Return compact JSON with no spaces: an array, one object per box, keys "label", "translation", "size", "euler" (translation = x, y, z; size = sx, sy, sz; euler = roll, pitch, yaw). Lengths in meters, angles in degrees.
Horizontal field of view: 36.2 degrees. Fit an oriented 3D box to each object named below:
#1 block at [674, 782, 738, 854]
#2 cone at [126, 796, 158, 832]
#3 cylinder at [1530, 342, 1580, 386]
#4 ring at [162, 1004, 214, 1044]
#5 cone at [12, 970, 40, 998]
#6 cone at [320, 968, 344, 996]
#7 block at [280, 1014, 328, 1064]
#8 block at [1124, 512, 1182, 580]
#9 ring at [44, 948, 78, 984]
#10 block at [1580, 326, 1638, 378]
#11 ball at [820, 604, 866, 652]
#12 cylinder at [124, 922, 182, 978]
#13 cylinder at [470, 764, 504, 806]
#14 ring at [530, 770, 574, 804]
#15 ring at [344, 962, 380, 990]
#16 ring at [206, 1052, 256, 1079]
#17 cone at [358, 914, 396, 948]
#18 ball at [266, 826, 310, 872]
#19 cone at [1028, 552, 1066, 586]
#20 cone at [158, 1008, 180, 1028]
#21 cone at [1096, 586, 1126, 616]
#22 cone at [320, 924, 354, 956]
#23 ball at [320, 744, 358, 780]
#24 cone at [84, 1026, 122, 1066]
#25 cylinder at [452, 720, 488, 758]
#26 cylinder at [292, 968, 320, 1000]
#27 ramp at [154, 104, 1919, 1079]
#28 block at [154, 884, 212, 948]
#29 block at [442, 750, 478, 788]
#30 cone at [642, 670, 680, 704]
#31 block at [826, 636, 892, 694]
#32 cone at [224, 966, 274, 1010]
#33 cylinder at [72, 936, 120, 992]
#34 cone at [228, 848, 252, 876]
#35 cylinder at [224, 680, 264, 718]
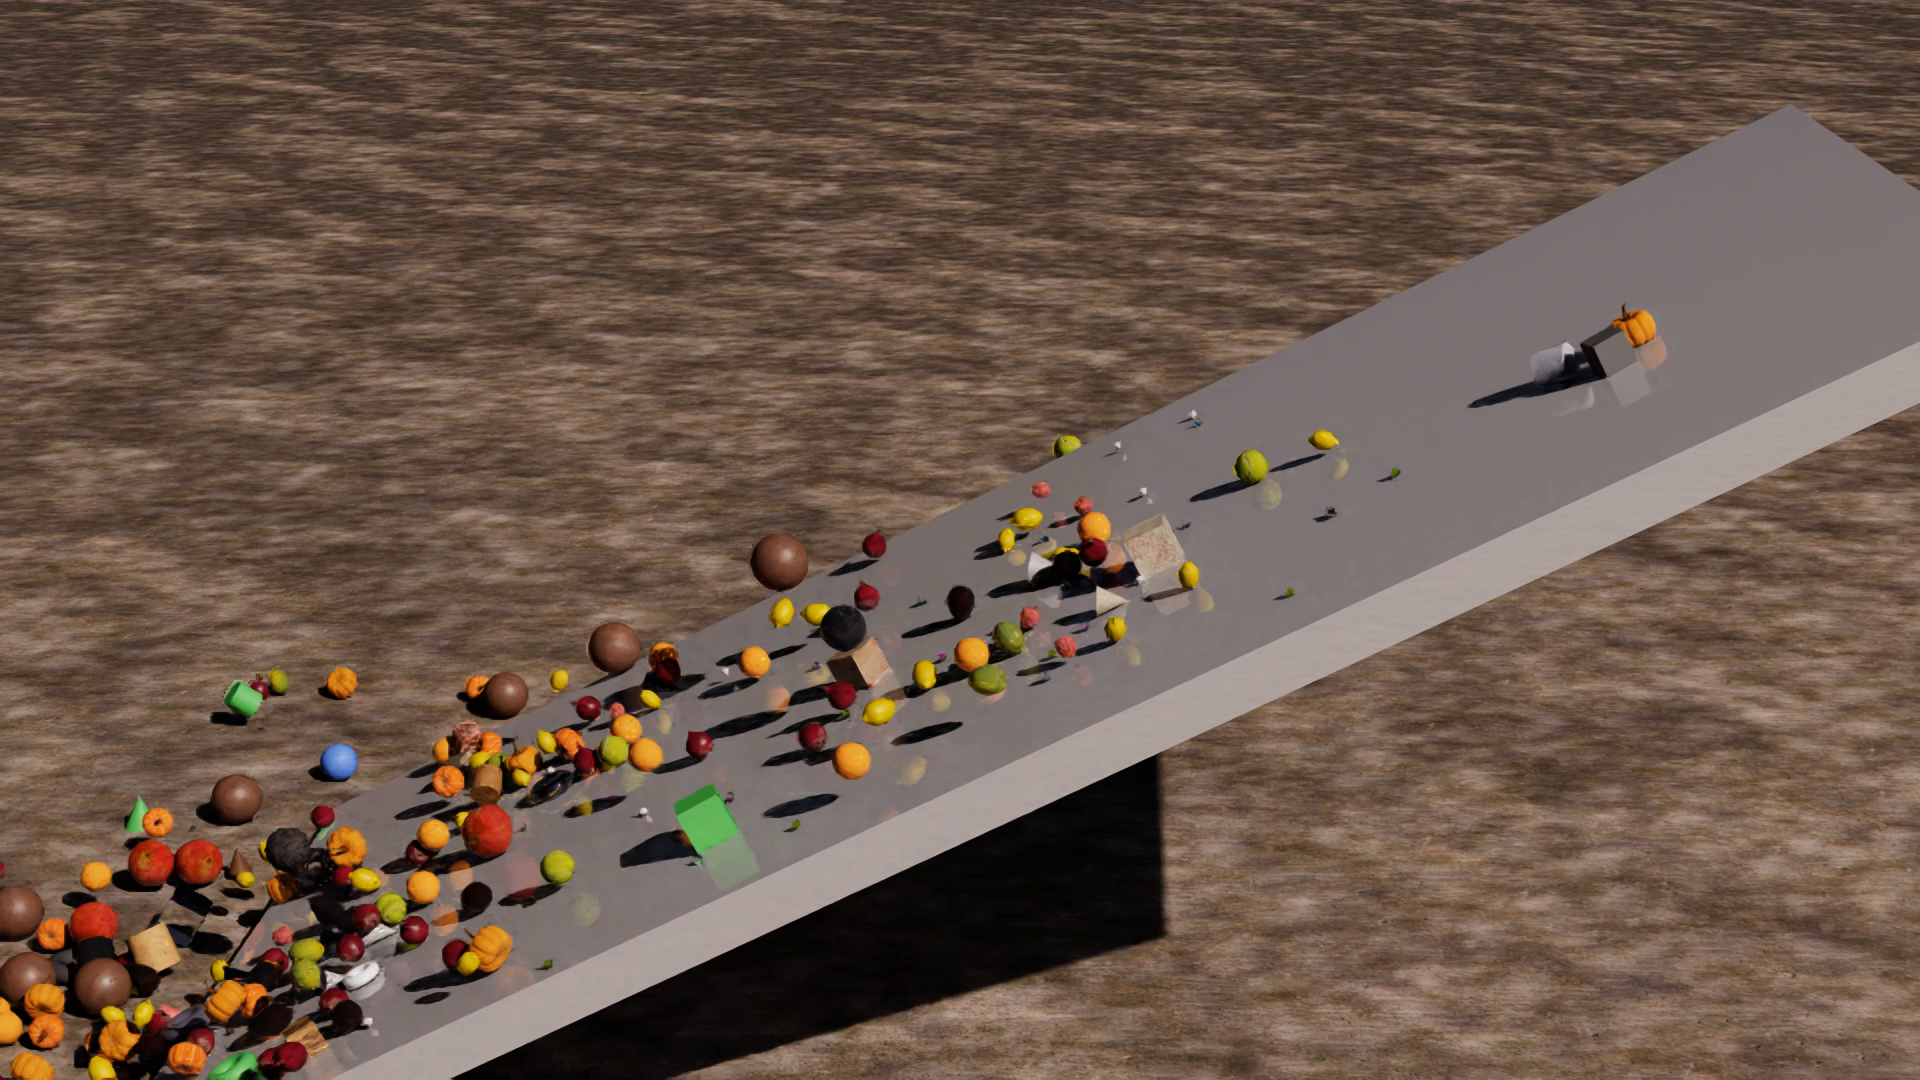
[{"label":"block","translation":[-0.497,0.544,5.751],"size":[0.089,0.089,0.089],"euler":[-29,14,-3]},{"label":"cone","translation":[-2.138,0.707,7.672],"size":[0.085,0.085,0.085],"euler":[0,17,0]},{"label":"cylinder","translation":[1.169,-0.345,5.781],"size":[0.070,0.070,0.070],"euler":[-20,3,35]},{"label":"ring","translation":[-1.657,1.039,6.313],"size":[0.124,0.041,0.124],"euler":[-27,12,6]},{"label":"cone","translation":[-2.139,1.006,6.731],"size":[0.059,0.059,0.059],"euler":[0,17,0]},{"label":"cone","translation":[-1.290,0.912,6.092],"size":[0.056,0.056,0.056],"euler":[-5,17,-26]},{"label":"block","translation":[-1.285,0.978,5.764],"size":[0.062,0.062,0.062],"euler":[-33,14,-18]},{"label":"block","translation":[0.391,0.013,5.957],"size":[0.088,0.088,0.088],"euler":[-25,14,12]},{"label":"ring","translation":[-2.049,0.986,6.816],"size":[0.142,0.047,0.142],"euler":[-2,16,0]},{"label":"block","translation":[1.254,-0.363,5.686],"size":[0.068,0.068,0.068],"euler":[-29,14,-5]},{"label":"ball","translation":[-0.240,0.182,6.064],"size":[0.096,0.096,0.096],"euler":[0,17,0]},{"label":"cylinder","translation":[-1.858,0.944,6.775],"size":[0.098,0.098,0.098],"euler":[-25,0,0]},{"label":"cylinder","translation":[-1.091,0.565,6.790],"size":[0.068,0.068,0.068],"euler":[0,44,-1]},{"label":"ring","translation":[-0.923,0.556,6.647],"size":[0.109,0.036,0.109],"euler":[-28,14,7]},{"label":"ring","translation":[-1.229,0.894,6.037],"size":[0.081,0.027,0.081],"euler":[-25,14,7]},{"label":"ring","translation":[-1.448,1.058,5.846],"size":[0.109,0.036,0.109],"euler":[-27,14,8]},{"label":"cone","translation":[-1.232,0.832,6.249],"size":[0.075,0.075,0.075],"euler":[0,17,5]},{"label":"ball","translation":[-1.501,0.691,6.570],"size":[0.099,0.099,0.099],"euler":[0,17,0]},{"label":"cone","translation":[0.191,0.064,6.275],"size":[0.074,0.074,0.074],"euler":[4,17,14]},{"label":"cone","translation":[-1.719,1.045,6.451],"size":[0.054,0.054,0.054],"euler":[-18,12,18]},{"label":"cone","translation":[0.304,0.122,5.857],"size":[0.064,0.064,0.064],"euler":[-3,17,1]},{"label":"cone","translation":[-1.331,0.866,6.321],"size":[0.073,0.073,0.073],"euler":[13,14,-15]},{"label":"ball","translation":[-1.686,0.604,7.986],"size":[0.100,0.100,0.100],"euler":[0,17,0]},{"label":"cone","translation":[-1.866,1.098,6.345],"size":[0.085,0.085,0.085],"euler":[2,0,6]},{"label":"cylinder","translation":[-1.218,0.497,7.304],"size":[0.069,0.069,0.069],"euler":[-9,37,-26]},{"label":"cylinder","translation":[-1.364,0.927,6.128],"size":[0.052,0.052,0.052],"euler":[-2,12,-6]},{"label":"ramp","translation":[0.140,0.168,6.281],"size":[4.000,0.100,2.000],"euler":[-26,14,10]},{"label":"block","translation":[-1.845,0.892,6.983],"size":[0.092,0.092,0.092],"euler":[31,14,-11]},{"label":"block","translation":[-1.216,0.557,7.168],"size":[0.057,0.057,0.057],"euler":[-22,15,24]},{"label":"cone","translation":[-0.696,0.354,6.940],"size":[0.081,0.081,0.081],"euler":[6,18,18]},{"label":"block","translation":[-0.215,0.266,6.230],"size":[0.081,0.081,0.081],"euler":[-15,19,44]},{"label":"cone","translation":[-1.526,0.954,6.328],"size":[0.098,0.098,0.098],"euler":[-10,19,-11]},{"label":"cylinder","translation":[-1.976,0.971,6.728],"size":[0.092,0.092,0.092],"euler":[-8,56,-24]},{"label":"cone","translation":[-1.806,0.800,7.358],"size":[0.064,0.064,0.064],"euler":[-6,5,1]},{"label":"cylinder","translation":[-2.035,0.453,8.356],"size":[0.077,0.077,0.077],"euler":[35,4,-23]}]
